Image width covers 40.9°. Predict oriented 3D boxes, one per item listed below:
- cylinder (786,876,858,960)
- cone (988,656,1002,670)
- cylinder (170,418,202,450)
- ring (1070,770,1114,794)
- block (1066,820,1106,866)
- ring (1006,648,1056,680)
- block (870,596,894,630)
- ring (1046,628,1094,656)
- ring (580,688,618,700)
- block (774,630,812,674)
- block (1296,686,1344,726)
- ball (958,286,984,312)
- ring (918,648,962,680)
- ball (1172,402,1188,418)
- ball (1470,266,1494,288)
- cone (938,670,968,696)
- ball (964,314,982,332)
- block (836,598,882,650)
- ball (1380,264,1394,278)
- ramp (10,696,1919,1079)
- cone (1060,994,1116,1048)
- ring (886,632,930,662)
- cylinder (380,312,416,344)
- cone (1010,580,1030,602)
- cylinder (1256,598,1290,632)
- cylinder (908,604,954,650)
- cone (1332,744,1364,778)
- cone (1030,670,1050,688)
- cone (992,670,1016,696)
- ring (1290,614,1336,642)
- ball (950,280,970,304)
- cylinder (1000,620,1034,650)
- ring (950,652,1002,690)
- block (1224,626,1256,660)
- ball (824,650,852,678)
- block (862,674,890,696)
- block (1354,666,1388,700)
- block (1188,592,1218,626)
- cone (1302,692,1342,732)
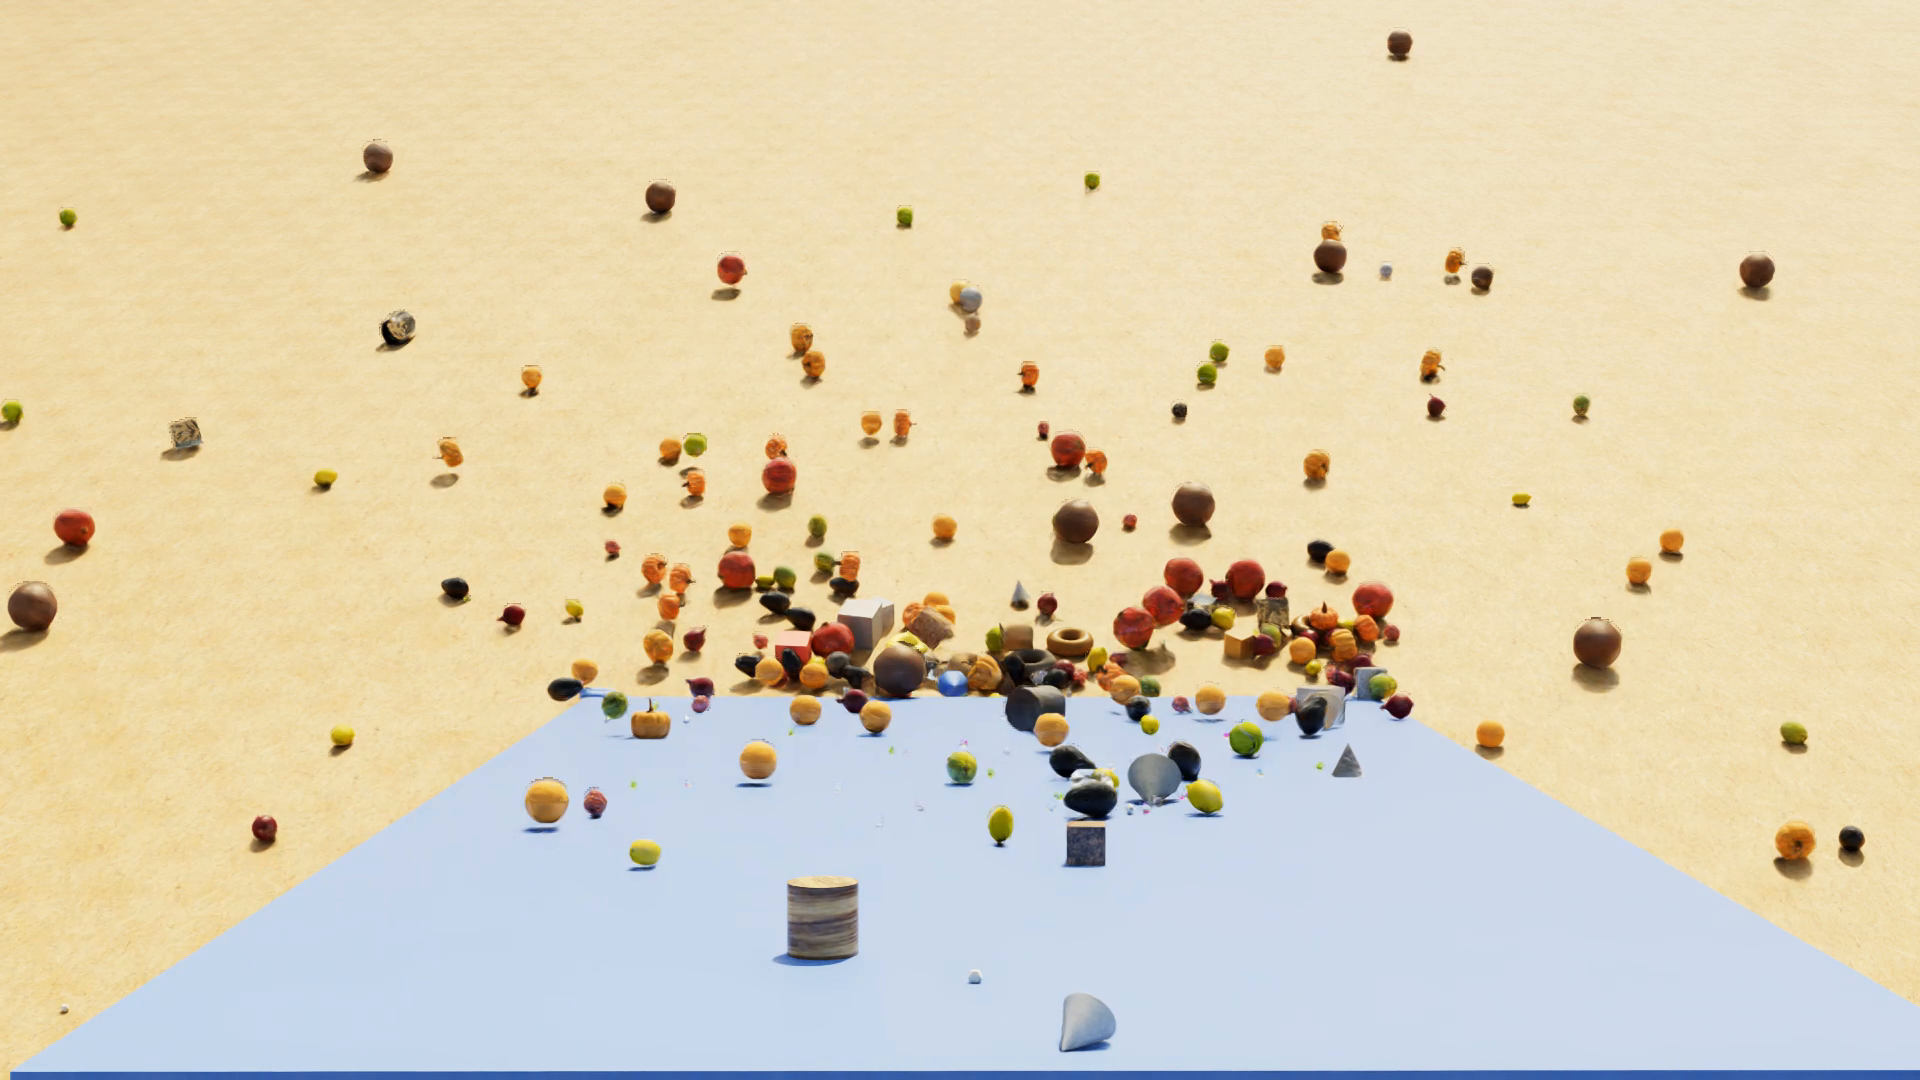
[{"bbox_3d":[-0.168,0.462,3.157,0.088,0.088,0.088,0,2,0],"label":"cylinder"},{"bbox_3d":[0.092,0.342,6.858,0.064,0.064,0.064,9,0,18],"label":"cone"},{"bbox_3d":[-2.479,-0.339,8.255,0.083,0.083,0.083,-16,29,-17],"label":"cylinder"},{"bbox_3d":[0.238,0.437,4.655,0.080,0.027,0.080,11,15,-3],"label":"ring"},{"bbox_3d":[0.189,0.454,3.867,0.058,0.058,0.058,0,2,3],"label":"block"},{"bbox_3d":[0.189,0.331,6.860,0.139,0.046,0.139,0,24,0],"label":"ring"},{"bbox_3d":[-0.227,0.203,7.114,0.066,0.066,0.066,-20,31,-36],"label":"block"},{"bbox_3d":[0.298,0.276,6.984,0.130,0.043,0.130,0,23,0],"label":"ring"},{"bbox_3d":[-0.938,0.405,6.689,0.102,0.034,0.102,4,5,0],"label":"ring"},{"bbox_3d":[-0.445,0.301,6.879,0.086,0.086,0.086,2,25,4],"label":"block"},{"bbox_3d":[0.823,0.377,5.882,0.083,0.083,0.083,1,2,33],"label":"block"},{"bbox_3d":[0.040,-0.884,9.446,0.090,0.090,0.090,0,25,0],"label":"ball"},{"bbox_3d":[-0.041,0.331,6.860,0.143,0.048,0.143,-1,24,0],"label":"ring"},{"bbox_3d":[0.725,-0.428,8.501,0.052,0.052,0.052,0,25,0],"label":"ball"},{"bbox_3d":[1.960,-0.988,9.676,0.086,0.086,0.086,0,25,0],"label":"ball"},{"bbox_3d":[-0.015,0.374,6.602,0.078,0.078,0.078,-1,-1,-3],"label":"cone"},{"bbox_3d":[0.046,-0.779,9.251,0.062,0.062,0.062,0,25,0],"label":"ball"},{"bbox_3d":[-0.273,0.229,7.017,0.100,0.100,0.100,6,25,13],"label":"block"},{"bbox_3d":[1.622,-1.026,9.799,0.053,0.053,0.053,0,25,0],"label":"ball"},{"bbox_3d":[0.057,0.512,4.553,2.000,0.100,4.000,0,2,0],"label":"ramp"},{"bbox_3d":[0.119,0.508,2.652,0.062,0.062,0.062,17,23,32],"label":"cone"},{"bbox_3d":[-0.137,0.290,6.956,0.127,0.042,0.127,-1,25,0],"label":"ring"},{"bbox_3d":[-1.996,-0.754,9.161,0.092,0.092,0.092,7,26,14],"label":"cylinder"},{"bbox_3d":[0.167,0.138,7.240,0.060,0.060,0.060,-8,1,0],"label":"cone"},{"bbox_3d":[0.858,0.203,7.056,0.087,0.087,0.087,-3,0,0],"label":"cylinder"},{"bbox_3d":[-0.079,0.234,6.885,0.089,0.089,0.089,39,32,2],"label":"cylinder"},{"bbox_3d":[0.740,0.418,4.919,0.064,0.064,0.064,0,2,0],"label":"cone"},{"bbox_3d":[0.215,0.382,6.775,0.055,0.055,0.055,-2,51,-5],"label":"cone"},{"bbox_3d":[0.123,0.373,6.737,0.072,0.072,0.072,0,25,0],"label":"cone"},{"bbox_3d":[0.969,0.241,7.060,0.128,0.043,0.128,1,26,0],"label":"ring"},{"bbox_3d":[0.002,-0.915,9.519,0.085,0.085,0.085,0,25,0],"label":"ball"},{"bbox_3d":[0.152,0.255,6.887,0.079,0.079,0.079,-3,25,-7],"label":"cylinder"},{"bbox_3d":[0.042,0.344,6.764,0.149,0.050,0.149,20,19,-8],"label":"ring"},{"bbox_3d":[0.755,0.279,6.956,0.060,0.060,0.060,-21,32,-38],"label":"block"},{"bbox_3d":[-0.323,0.331,6.828,0.073,0.073,0.073,0,25,0],"label":"ball"},{"bbox_3d":[-0.218,0.372,6.619,0.051,0.051,0.051,0,0,45],"label":"block"},{"bbox_3d":[1.035,0.361,6.502,0.076,0.076,0.076,0,2,0],"label":"block"},{"bbox_3d":[0.673,0.192,7.145,0.061,0.061,0.061,18,30,33],"label":"block"},{"bbox_3d":[0.815,0.402,5.759,0.092,0.092,0.092,0,28,0],"label":"cone"}]
